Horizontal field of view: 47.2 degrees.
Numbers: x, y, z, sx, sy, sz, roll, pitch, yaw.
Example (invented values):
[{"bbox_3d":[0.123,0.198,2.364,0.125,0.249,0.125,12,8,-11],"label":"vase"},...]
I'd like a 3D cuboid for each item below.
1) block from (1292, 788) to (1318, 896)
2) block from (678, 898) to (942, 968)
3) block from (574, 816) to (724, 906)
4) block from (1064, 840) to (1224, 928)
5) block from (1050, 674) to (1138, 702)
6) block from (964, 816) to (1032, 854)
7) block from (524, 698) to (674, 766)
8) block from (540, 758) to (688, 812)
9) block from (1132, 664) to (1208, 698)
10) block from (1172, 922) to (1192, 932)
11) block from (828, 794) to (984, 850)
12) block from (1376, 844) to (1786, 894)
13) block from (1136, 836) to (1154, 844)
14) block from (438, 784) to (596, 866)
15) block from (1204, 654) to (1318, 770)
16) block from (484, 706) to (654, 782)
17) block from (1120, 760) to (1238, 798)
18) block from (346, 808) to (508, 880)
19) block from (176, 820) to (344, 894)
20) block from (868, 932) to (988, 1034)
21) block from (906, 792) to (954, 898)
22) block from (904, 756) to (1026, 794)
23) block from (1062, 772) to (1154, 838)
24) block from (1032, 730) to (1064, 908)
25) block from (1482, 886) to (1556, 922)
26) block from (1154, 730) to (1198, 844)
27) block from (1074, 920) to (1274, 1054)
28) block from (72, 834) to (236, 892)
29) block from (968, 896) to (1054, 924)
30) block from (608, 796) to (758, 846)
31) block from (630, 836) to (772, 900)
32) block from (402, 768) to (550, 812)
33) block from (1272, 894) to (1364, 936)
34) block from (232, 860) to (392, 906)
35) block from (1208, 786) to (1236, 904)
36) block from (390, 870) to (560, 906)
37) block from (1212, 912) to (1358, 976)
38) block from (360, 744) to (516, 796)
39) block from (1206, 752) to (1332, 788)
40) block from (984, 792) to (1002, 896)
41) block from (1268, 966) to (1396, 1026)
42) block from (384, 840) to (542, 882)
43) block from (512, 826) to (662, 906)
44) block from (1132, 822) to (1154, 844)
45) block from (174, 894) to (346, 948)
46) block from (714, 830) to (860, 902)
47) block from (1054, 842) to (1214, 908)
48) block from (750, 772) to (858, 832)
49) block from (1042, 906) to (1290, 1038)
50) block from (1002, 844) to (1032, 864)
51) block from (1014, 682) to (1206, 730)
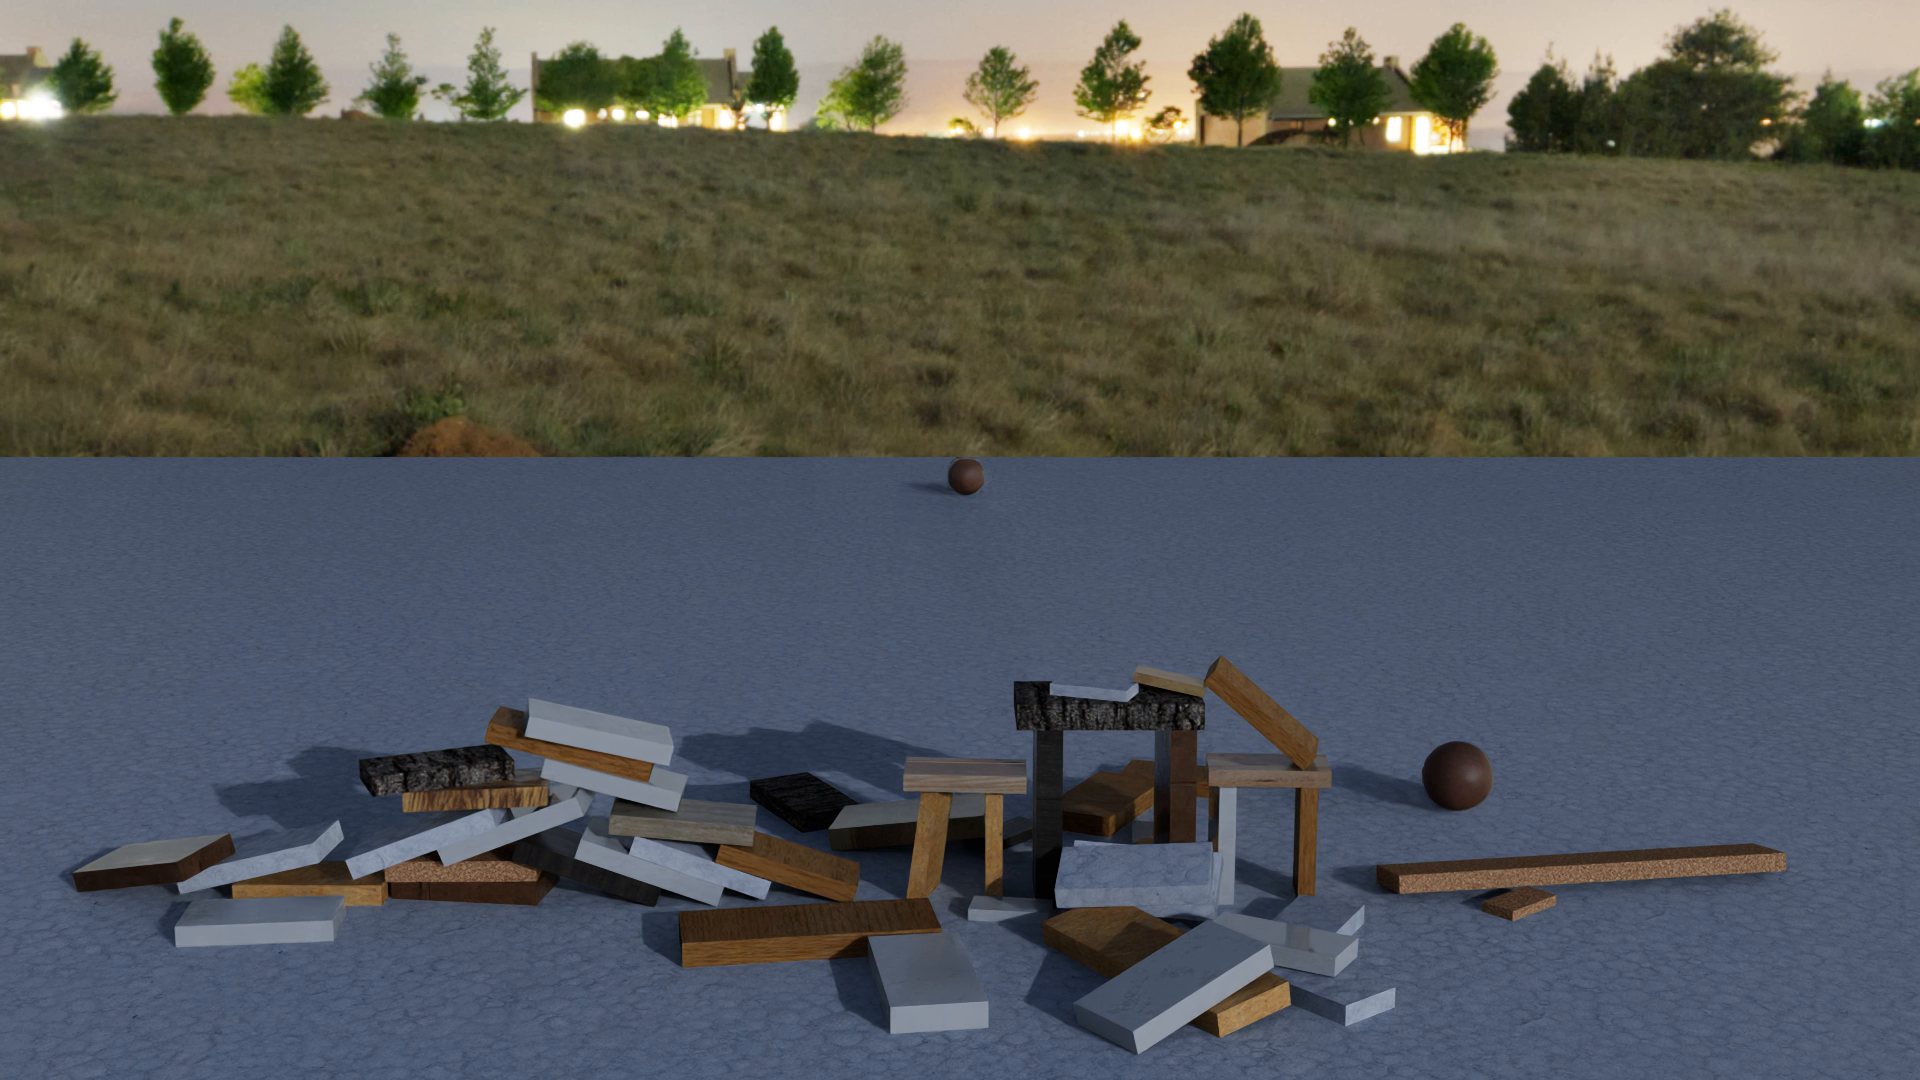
[{"bbox_3d":[0.573,0.492,3.649,0.028,0.199,0.099,1,11,4],"label":"block"},{"bbox_3d":[-0.237,0.613,3.439,0.398,0.040,0.140,-2,11,-9],"label":"block"},{"bbox_3d":[-0.509,0.533,3.655,0.246,0.035,0.123,19,10,-4],"label":"block"},{"bbox_3d":[0.296,0.556,3.547,0.242,0.121,0.034,3,-33,15],"label":"block"},{"bbox_3d":[0.220,0.242,3.598,0.131,0.019,0.066,4,11,21],"label":"block"},{"bbox_3d":[0.078,0.521,3.874,0.131,0.019,0.066,-15,17,-37],"label":"block"},{"bbox_3d":[-0.601,0.318,3.651,0.240,0.034,0.120,13,8,-14],"label":"block"},{"bbox_3d":[-0.574,0.394,3.663,0.230,0.033,0.115,15,8,-4],"label":"block"},{"bbox_3d":[0.347,0.232,3.614,0.119,0.017,0.059,12,11,9],"label":"block"},{"bbox_3d":[0.345,0.627,3.392,0.063,0.018,0.133,-14,15,-20],"label":"block"},{"bbox_3d":[-0.082,0.502,3.926,0.280,0.040,0.140,-6,9,10],"label":"block"},{"bbox_3d":[1.053,0.555,3.726,0.688,0.030,0.107,-2,1,-10],"label":"block"},{"bbox_3d":[0.365,0.544,3.815,0.059,0.017,0.119,-13,23,-32],"label":"block"},{"bbox_3d":[-0.733,0.464,3.639,0.246,0.035,0.123,-20,10,3],"label":"block"},{"bbox_3d":[0.498,0.284,3.632,0.216,0.031,0.108,41,15,2],"label":"block"},{"bbox_3d":[-0.645,0.340,3.665,0.274,0.034,0.120,15,8,-5],"label":"block"},{"bbox_3d":[0.425,0.464,4.264,0.214,0.030,0.107,4,11,18],"label":"block"},{"bbox_3d":[-0.875,0.482,3.622,0.248,0.035,0.124,-20,10,1],"label":"block"},{"bbox_3d":[-1.170,0.529,3.676,0.245,0.035,0.122,-13,10,6],"label":"block"},{"bbox_3d":[-0.051,0.649,3.241,0.140,0.040,0.280,-2,11,-9],"label":"block"},{"bbox_3d":[-0.048,0.491,3.653,0.028,0.199,0.099,12,13,14],"label":"block"},{"bbox_3d":[0.009,0.385,3.601,0.199,0.028,0.099,1,11,1],"label":"block"},{"bbox_3d":[0.269,0.491,4.102,0.131,0.037,0.263,5,12,26],"label":"block"},{"bbox_3d":[0.145,0.441,3.644,0.043,0.302,0.151,0,11,0],"label":"block"},{"bbox_3d":[0.916,0.594,3.599,0.119,0.017,0.059,-9,14,-40],"label":"block"},{"bbox_3d":[0.356,0.440,3.648,0.043,0.302,0.151,-1,11,-5],"label":"block"},{"bbox_3d":[0.306,0.634,3.137,0.263,0.037,0.131,-25,21,-30],"label":"block"},{"bbox_3d":[-1.346,0.539,3.671,0.245,0.035,0.122,-9,11,27],"label":"block"},{"bbox_3d":[0.083,0.600,3.566,0.131,0.019,0.066,2,11,9],"label":"block"},{"bbox_3d":[-0.457,0.463,3.645,0.235,0.033,0.117,5,10,-4],"label":"block"},{"bbox_3d":[-0.426,0.527,3.657,0.235,0.033,0.117,20,10,-4],"label":"block"},{"bbox_3d":[-0.790,0.409,3.605,0.229,0.033,0.115,-2,10,-8],"label":"block"},{"bbox_3d":[0.551,0.613,3.461,0.108,0.031,0.216,6,12,27],"label":"block"},{"bbox_3d":[-1.072,0.572,3.670,0.245,0.035,0.122,0,11,0],"label":"block"},{"bbox_3d":[0.434,0.493,3.647,0.028,0.199,0.099,0,11,-3],"label":"block"},{"bbox_3d":[-0.811,0.569,3.685,0.248,0.035,0.124,1,11,8],"label":"block"},{"bbox_3d":[0.480,0.608,3.313,0.214,0.030,0.107,7,10,27],"label":"block"},{"bbox_3d":[-0.858,0.376,3.605,0.230,0.033,0.115,-5,11,-24],"label":"block"},{"bbox_3d":[0.508,0.380,3.632,0.199,0.028,0.099,1,11,3],"label":"block"},{"bbox_3d":[0.056,0.491,3.655,0.028,0.199,0.099,0,11,0],"label":"block"},{"bbox_3d":[0.521,0.654,3.238,0.108,0.031,0.216,-9,14,-39],"label":"block"},{"bbox_3d":[-0.823,0.534,3.679,0.248,0.035,0.124,0,11,-1],"label":"block"},{"bbox_3d":[-0.611,0.534,3.653,0.246,0.035,0.123,19,10,-4],"label":"block"},{"bbox_3d":[0.339,0.532,3.935,0.063,0.018,0.126,1,11,4],"label":"block"},{"bbox_3d":[-1.109,0.605,3.496,0.240,0.034,0.120,-1,11,-6],"label":"block"},{"bbox_3d":[-0.285,0.538,3.662,0.235,0.033,0.117,18,10,-4],"label":"block"},{"bbox_3d":[0.278,0.531,3.491,0.242,0.034,0.121,-4,25,11],"label":"block"},{"bbox_3d":[-0.290,0.490,4.116,0.121,0.034,0.242,-6,12,-28],"label":"block"},{"bbox_3d":[0.301,0.631,3.291,0.131,0.037,0.432,-17,18,-30],"label":"block"},{"bbox_3d":[0.071,0.542,3.881,0.063,0.018,0.126,-6,12,-30],"label":"block"},{"bbox_3d":[0.242,0.271,3.610,0.302,0.043,0.151,0,11,0],"label":"block"}]
